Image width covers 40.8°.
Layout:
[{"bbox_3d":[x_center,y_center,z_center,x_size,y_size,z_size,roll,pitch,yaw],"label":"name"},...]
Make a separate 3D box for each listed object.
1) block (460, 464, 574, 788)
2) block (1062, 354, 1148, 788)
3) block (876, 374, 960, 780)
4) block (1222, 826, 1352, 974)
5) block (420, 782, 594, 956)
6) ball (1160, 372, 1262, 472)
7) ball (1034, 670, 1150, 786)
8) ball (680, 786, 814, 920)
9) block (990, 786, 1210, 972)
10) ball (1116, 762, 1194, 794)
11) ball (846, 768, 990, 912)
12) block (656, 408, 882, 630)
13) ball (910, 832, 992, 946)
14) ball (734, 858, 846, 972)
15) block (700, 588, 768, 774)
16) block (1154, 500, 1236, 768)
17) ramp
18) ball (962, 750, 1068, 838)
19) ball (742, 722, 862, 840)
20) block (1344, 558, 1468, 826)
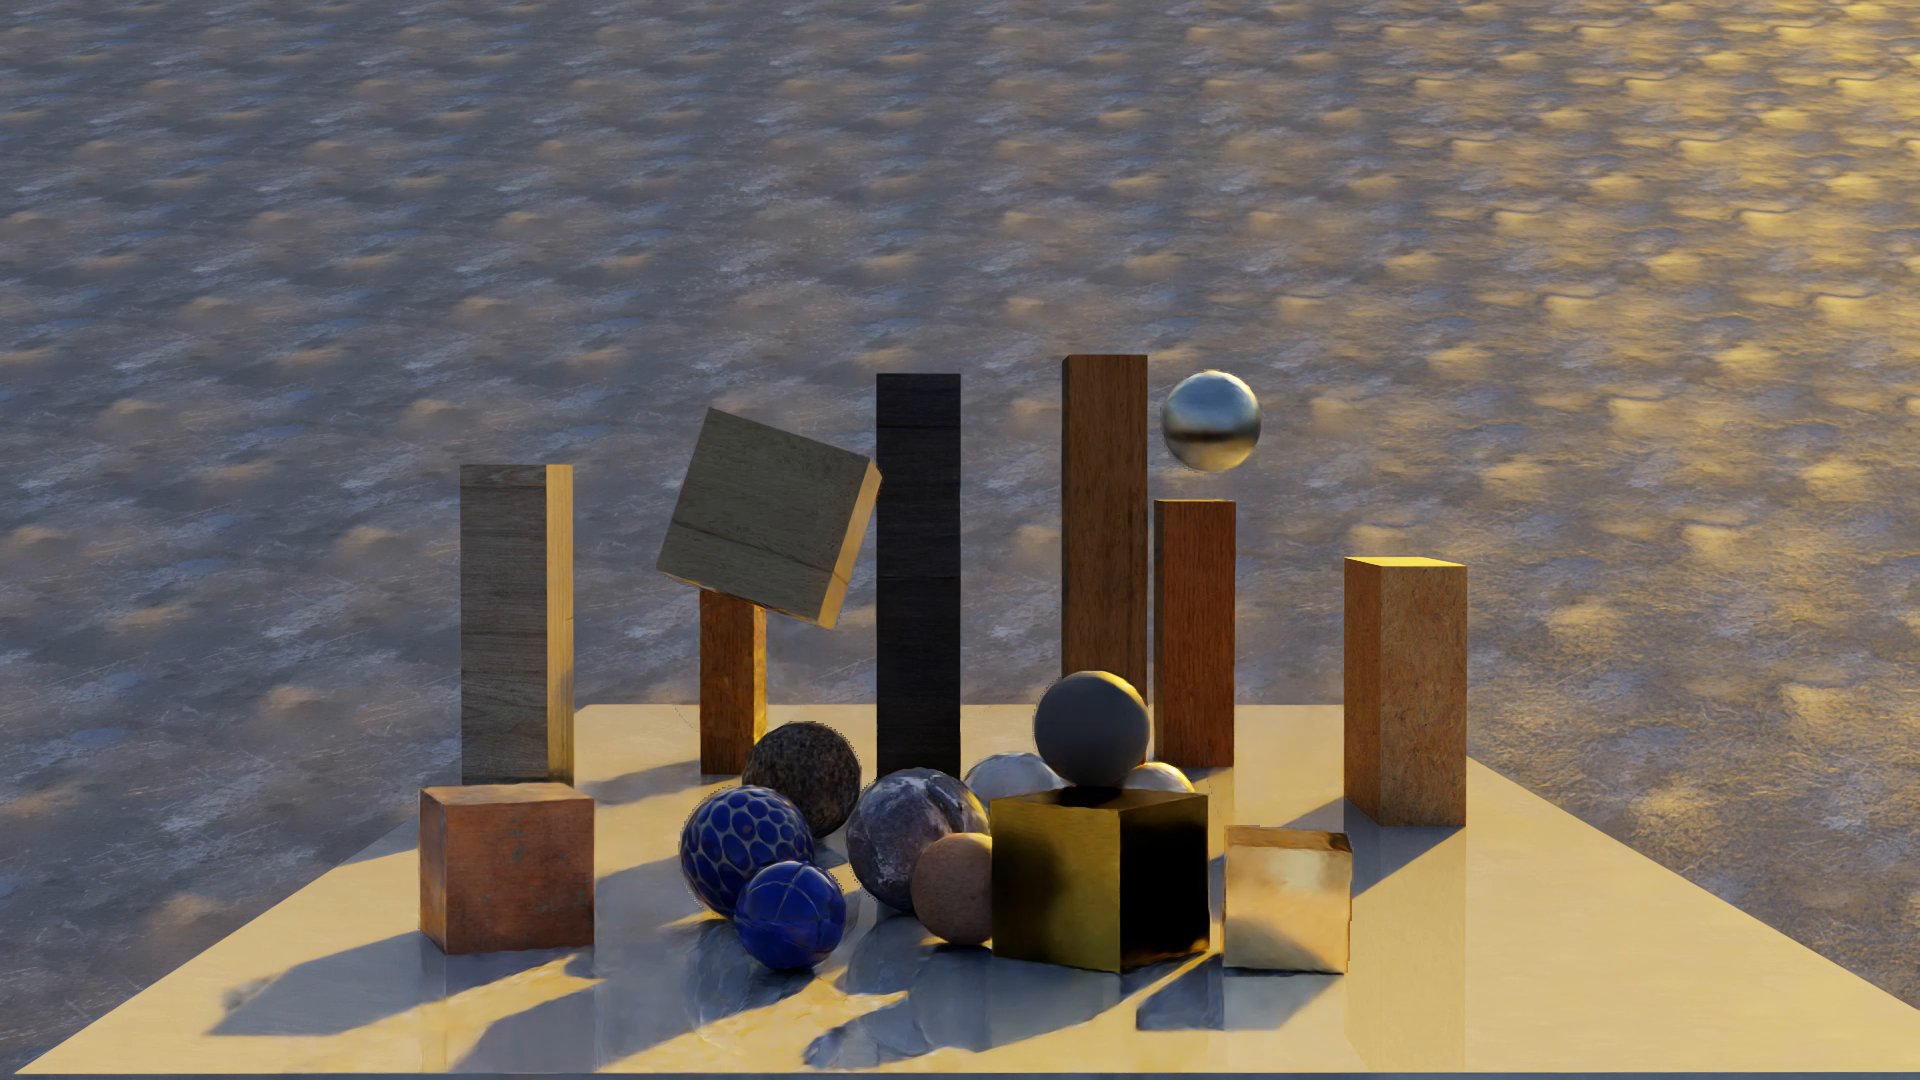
[{"bbox_3d":[-0.783,0.170,4.576,0.148,0.607,0.300,0,2,0],"label":"block"},{"bbox_3d":[0.239,0.089,4.304,0.127,0.783,0.278,0,2,0],"label":"block"},{"bbox_3d":[-0.070,0.095,4.522,0.140,0.759,0.394,0,2,0],"label":"block"},{"bbox_3d":[0.395,0.435,3.134,0.146,0.146,0.146,3,3,5],"label":"block"},{"bbox_3d":[-0.581,0.416,3.298,0.185,0.185,0.185,-1,2,-21],"label":"block"},{"bbox_3d":[0.291,-0.137,2.985,0.117,0.117,0.117,0,25,0],"label":"ball"},{"bbox_3d":[0.169,0.241,3.304,0.149,0.149,0.149,0,25,0],"label":"ball"},{"bbox_3d":[-0.282,0.416,3.427,0.179,0.179,0.179,0,25,0],"label":"ball"},{"bbox_3d":[0.174,0.414,3.190,0.192,0.192,0.192,0,1,39],"label":"block"},{"bbox_3d":[0.310,0.420,4.108,0.131,0.131,0.131,0,25,0],"label":"ball"},{"bbox_3d":[-0.057,0.406,3.492,0.195,0.195,0.195,0,25,0],"label":"ball"},{"bbox_3d":[-0.214,-0.021,2.940,0.189,0.189,0.189,18,-4,4],"label":"block"},{"bbox_3d":[0.008,0.439,3.251,0.142,0.142,0.142,0,25,0],"label":"ball"},{"bbox_3d":[-0.202,0.448,3.078,0.134,0.134,0.134,0,25,0],"label":"ball"},{"bbox_3d":[-0.458,0.225,5.232,0.105,0.460,0.348,0,2,0],"label":"block"},{"bbox_3d":[0.480,0.186,5.298,0.143,0.534,0.260,0,2,0],"label":"block"},{"bbox_3d":[0.058,0.523,4.562,2.000,0.100,4.000,0,2,0],"label":"ramp"},{"bbox_3d":[0.082,0.404,3.875,0.177,0.177,0.177,0,25,0],"label":"ball"},{"bbox_3d":[-0.255,0.389,4.151,0.191,0.191,0.191,0,25,0],"label":"ball"},{"bbox_3d":[0.775,0.256,4.517,0.144,0.437,0.409,0,2,0],"label":"block"}]
